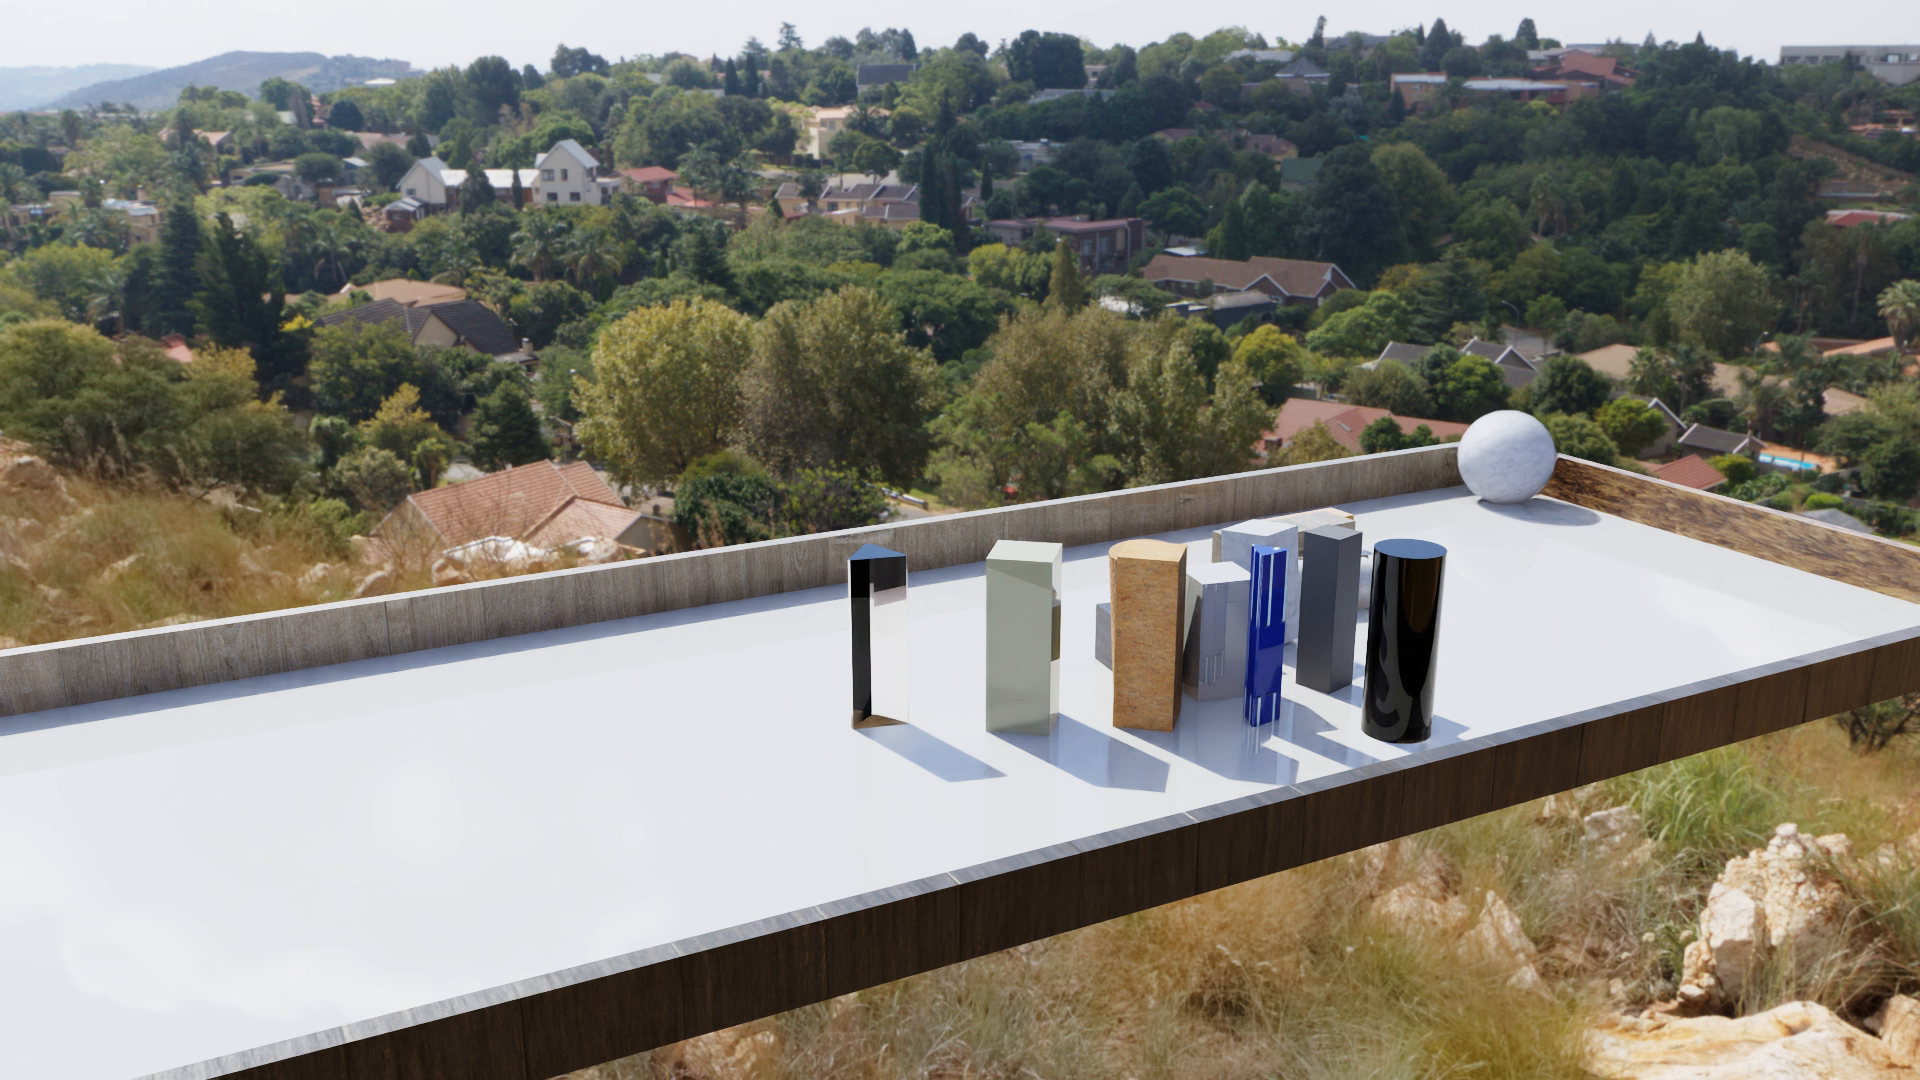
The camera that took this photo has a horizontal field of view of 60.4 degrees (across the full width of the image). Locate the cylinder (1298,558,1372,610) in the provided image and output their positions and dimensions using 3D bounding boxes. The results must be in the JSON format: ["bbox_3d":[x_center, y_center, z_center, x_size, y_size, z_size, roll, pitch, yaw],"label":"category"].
[{"bbox_3d":[0.930,0.129,4.664,0.455,0.142,0.142,-2,17,-8],"label":"cylinder"}]

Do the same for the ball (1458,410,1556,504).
[{"bbox_3d":[1.909,-0.291,5.763,0.328,0.328,0.328,0,16,0],"label":"ball"}]

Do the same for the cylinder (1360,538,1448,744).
[{"bbox_3d":[1.016,0.231,3.783,0.161,0.443,0.161,0,16,0],"label":"cylinder"}]

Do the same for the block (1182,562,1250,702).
[{"bbox_3d":[0.627,0.224,4.059,0.149,0.301,0.149,-5,17,-16],"label":"block"}]

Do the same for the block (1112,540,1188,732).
[{"bbox_3d":[0.444,0.224,3.856,0.140,0.416,0.140,4,17,15],"label":"block"}]

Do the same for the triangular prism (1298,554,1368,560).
[{"bbox_3d":[0.985,0.104,4.788,0.404,0.114,0.132,-2,17,-7],"label":"triangular prism"}]

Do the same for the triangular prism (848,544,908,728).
[{"bbox_3d":[-0.202,0.222,3.866,0.137,0.413,0.118,-4,17,-14],"label":"triangular prism"}]

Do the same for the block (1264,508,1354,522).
[{"bbox_3d":[1.080,-0.017,5.226,0.341,0.106,0.106,-9,19,-29],"label":"block"}]

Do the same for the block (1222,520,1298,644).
[{"bbox_3d":[0.800,0.117,4.390,0.143,0.309,0.143,-16,18,-43],"label":"block"}]

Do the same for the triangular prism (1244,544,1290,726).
[{"bbox_3d":[0.701,0.221,3.859,0.087,0.420,0.075,-11,20,-33],"label":"triangular prism"}]

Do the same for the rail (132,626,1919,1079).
[{"bbox_3d":[-2.336,1.006,1.665,12.000,0.150,0.050,-9,18,-27],"label":"rail"}]

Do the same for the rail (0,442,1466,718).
[{"bbox_3d":[-3.305,0.497,3.399,12.000,0.150,0.050,-9,18,-27],"label":"rail"}]

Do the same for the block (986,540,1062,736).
[{"bbox_3d":[0.148,0.227,3.835,0.151,0.421,0.151,3,17,11],"label":"block"}]

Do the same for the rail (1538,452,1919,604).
[{"bbox_3d":[2.466,-0.048,5.253,0.050,0.150,2.100,-9,18,-27],"label":"rail"}]

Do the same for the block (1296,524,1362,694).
[{"bbox_3d":[0.911,0.170,4.075,0.100,0.396,0.100,-15,22,-42],"label":"block"}]

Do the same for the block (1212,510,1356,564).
[{"bbox_3d":[0.988,0.023,5.031,0.449,0.137,0.137,-10,19,-30],"label":"block"}]

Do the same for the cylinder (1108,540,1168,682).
[{"bbox_3d":[0.450,0.193,4.037,0.161,0.358,0.161,-3,21,1],"label":"cylinder"}]

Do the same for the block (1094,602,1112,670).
[{"bbox_3d":[0.552,0.239,4.279,0.371,0.149,0.149,-6,17,-19],"label":"block"}]
